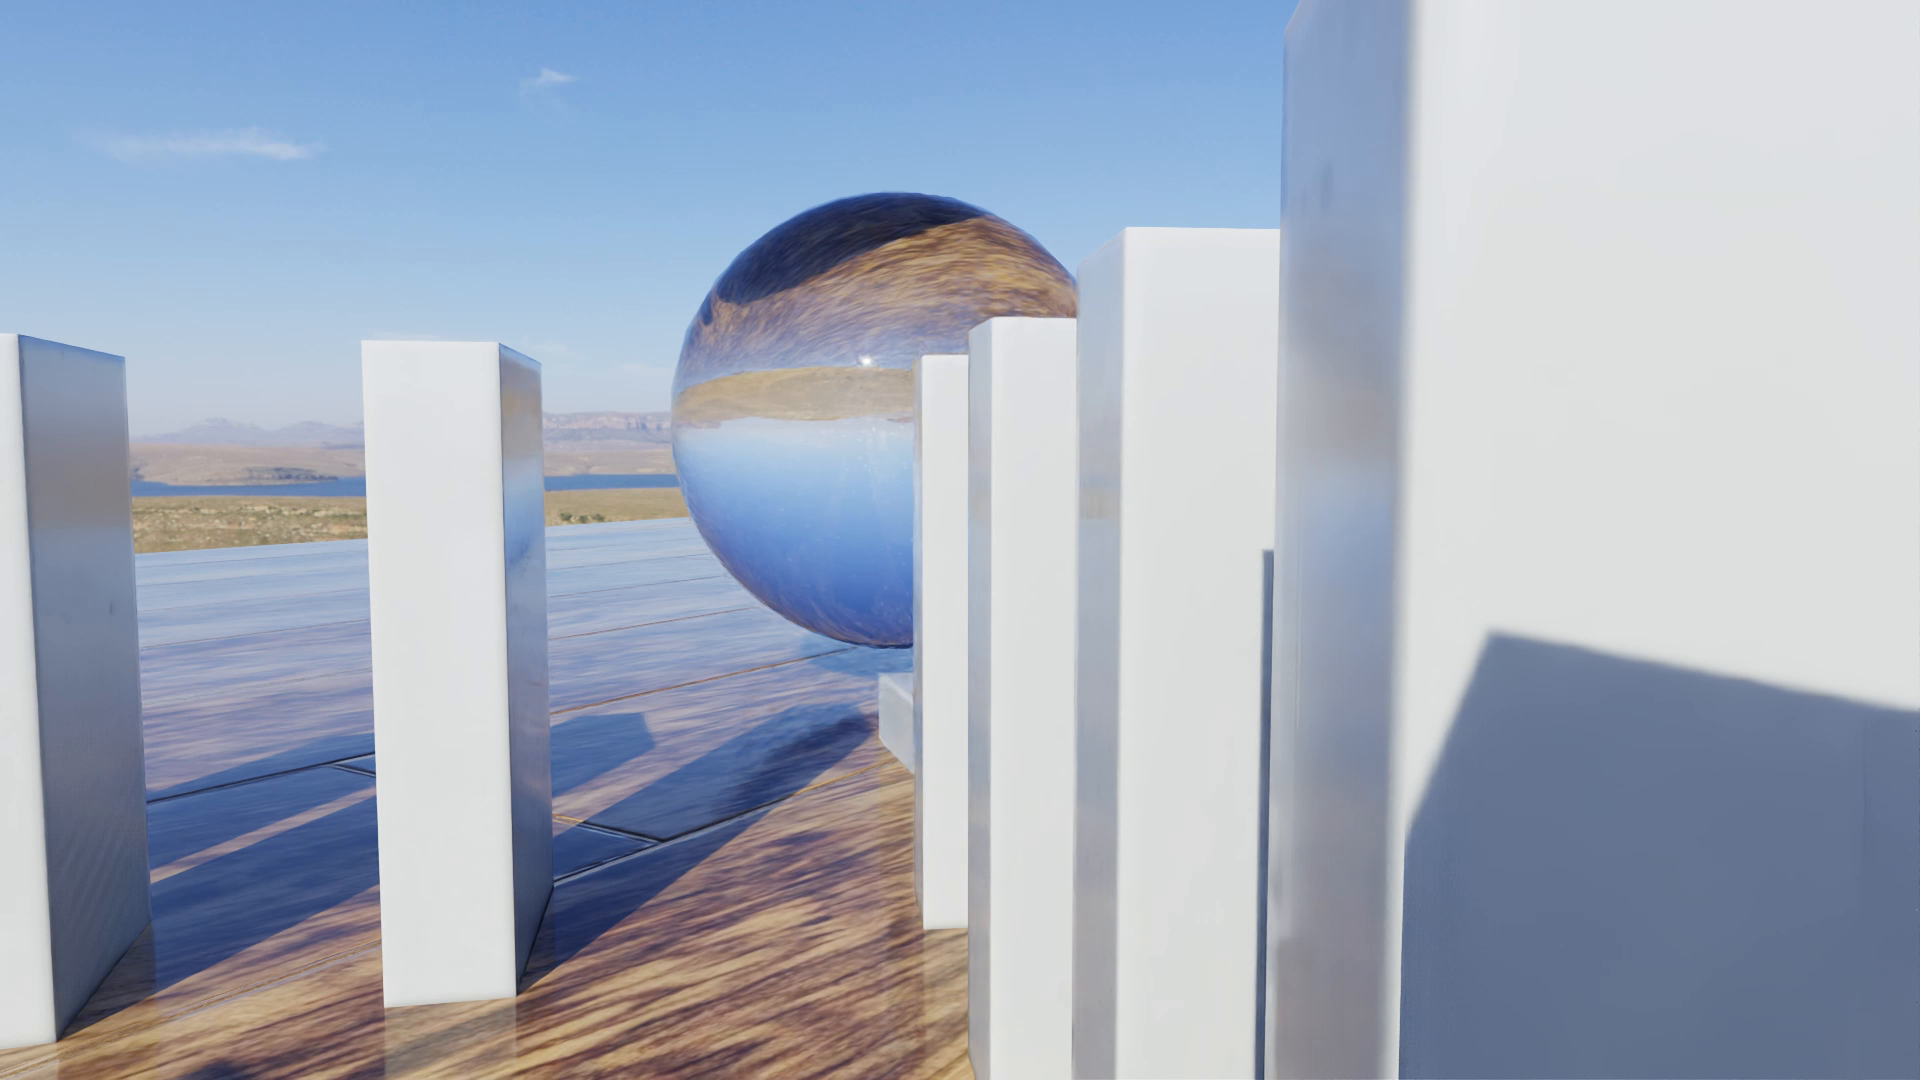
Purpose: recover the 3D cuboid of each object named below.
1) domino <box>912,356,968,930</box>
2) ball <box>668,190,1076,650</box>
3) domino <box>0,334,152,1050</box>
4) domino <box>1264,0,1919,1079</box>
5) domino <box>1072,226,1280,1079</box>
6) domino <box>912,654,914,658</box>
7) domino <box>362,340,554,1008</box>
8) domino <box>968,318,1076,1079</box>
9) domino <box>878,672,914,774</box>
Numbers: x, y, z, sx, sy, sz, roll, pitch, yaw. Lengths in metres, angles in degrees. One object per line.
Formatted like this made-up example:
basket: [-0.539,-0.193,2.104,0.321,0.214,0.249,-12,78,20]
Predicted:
domino: [0.009,0.009,0.117,0.025,0.050,0.010,-1,4,-7]
ball: [-0.011,-0.021,0.228,0.080,0.080,0.080,0,4,0]
domino: [-0.073,0.010,0.100,0.010,0.050,0.025,-1,5,-19]
domino: [0.018,0.016,0.020,0.025,0.050,0.010,0,4,5]
domino: [0.018,0.014,0.052,0.025,0.050,0.010,0,4,-5]
domino: [0.013,0.003,0.197,0.025,0.050,0.009,5,37,-28]
domino: [-0.041,0.009,0.108,0.010,0.050,0.025,-1,4,-11]
domino: [0.014,0.011,0.085,0.025,0.050,0.010,-1,4,-9]
domino: [0.007,0.026,0.164,0.025,0.010,0.050,-1,4,-16]
